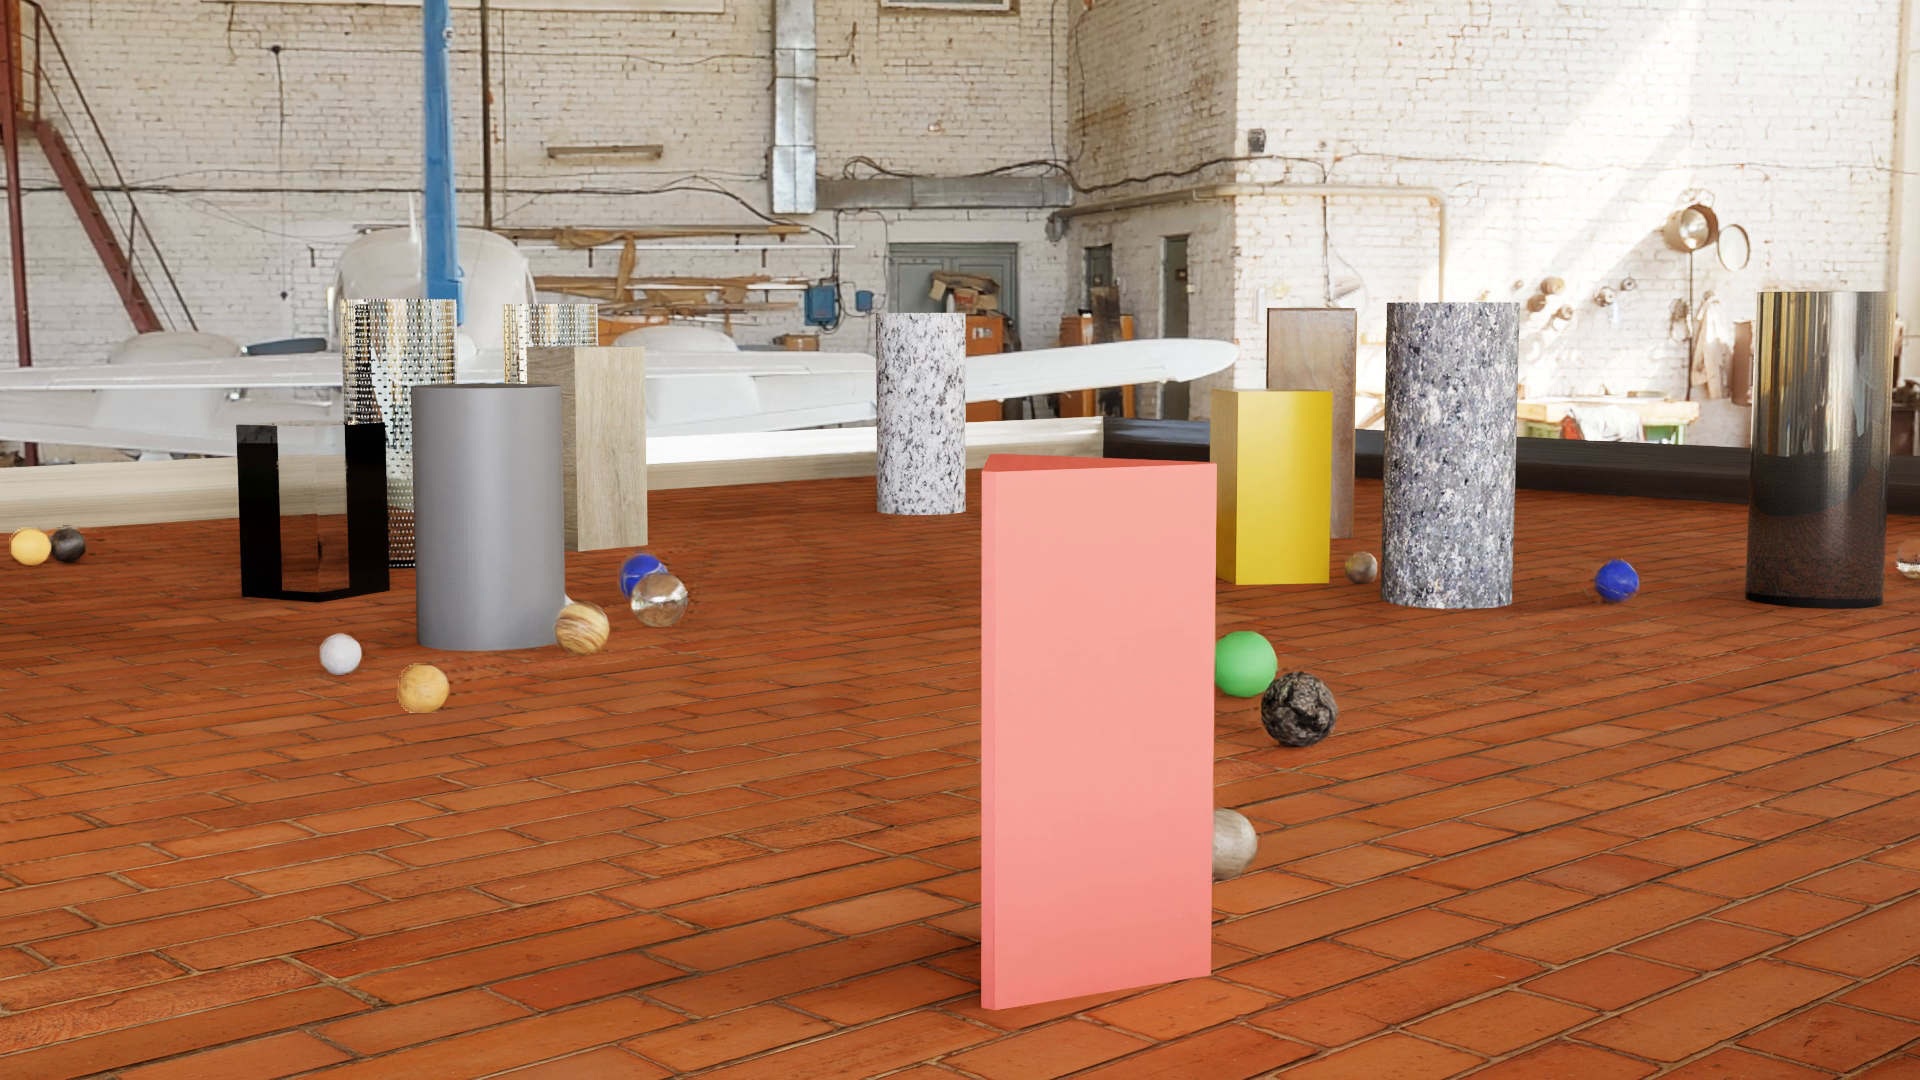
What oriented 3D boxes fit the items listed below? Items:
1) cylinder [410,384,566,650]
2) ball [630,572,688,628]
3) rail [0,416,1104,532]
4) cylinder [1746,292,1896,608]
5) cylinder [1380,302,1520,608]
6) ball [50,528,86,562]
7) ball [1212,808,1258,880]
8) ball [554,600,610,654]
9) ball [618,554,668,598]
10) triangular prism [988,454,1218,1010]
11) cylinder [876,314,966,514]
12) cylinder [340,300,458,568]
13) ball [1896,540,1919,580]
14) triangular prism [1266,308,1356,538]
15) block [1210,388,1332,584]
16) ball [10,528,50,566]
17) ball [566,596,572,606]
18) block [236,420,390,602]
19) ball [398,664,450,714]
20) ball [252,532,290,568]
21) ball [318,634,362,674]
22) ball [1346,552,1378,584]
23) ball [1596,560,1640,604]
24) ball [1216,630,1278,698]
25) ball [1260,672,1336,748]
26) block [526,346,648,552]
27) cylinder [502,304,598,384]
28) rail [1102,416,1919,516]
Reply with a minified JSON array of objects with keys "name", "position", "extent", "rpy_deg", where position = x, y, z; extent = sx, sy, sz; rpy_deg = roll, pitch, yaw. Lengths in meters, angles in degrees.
[{"name":"cylinder","position":[-0.635,-0.036,2.969],"extent":[0.198,0.344,0.198],"rpy_deg":[0,6,0]},{"name":"ball","position":[-0.424,0.084,3.099],"extent":[0.080,0.080,0.080],"rpy_deg":[0,6,0]},{"name":"rail","position":[-1.409,-0.125,4.850],"extent":[5.039,0.129,0.045],"rpy_deg":[-5,8,-42]},{"name":"cylinder","position":[1.317,-0.142,3.370],"extent":[0.198,0.473,0.198],"rpy_deg":[0,6,0]},{"name":"cylinder","position":[0.750,-0.134,3.370],"extent":[0.198,0.457,0.198],"rpy_deg":[0,6,0]},{"name":"ball","position":[-1.583,0.009,3.899],"extent":[0.061,0.061,0.061],"rpy_deg":[0,6,0]},{"name":"ball","position":[0.206,0.239,1.727],"extent":[0.056,0.056,0.056],"rpy_deg":[0,6,0]},{"name":"ball","position":[-0.491,0.114,2.854],"extent":[0.070,0.070,0.070],"rpy_deg":[0,6,0]},{"name":"ball","position":[-0.484,0.058,3.363],"extent":[0.075,0.075,0.075],"rpy_deg":[0,6,0]},{"name":"triangular prism","position":[0.059,0.118,1.493],"extent":[0.172,0.344,0.149],"rpy_deg":[-3,7,-27]},{"name":"cylinder","position":[-0.087,-0.284,4.887],"extent":[0.198,0.439,0.198],"rpy_deg":[0,6,0]},{"name":"cylinder","position":[-0.985,-0.191,3.883],"extent":[0.198,0.464,0.198],"rpy_deg":[0,6,0]},{"name":"ball","position":[1.592,0.033,3.660],"extent":[0.064,0.064,0.064],"rpy_deg":[0,6,0]},{"name":"triangular prism","position":[0.696,-0.237,4.381],"extent":[0.172,0.451,0.149],"rpy_deg":[1,6,8]},{"name":"block","position":[0.514,-0.092,3.658],"extent":[0.159,0.314,0.159],"rpy_deg":[-1,6,-10]},{"name":"ball","position":[-1.627,0.013,3.850],"extent":[0.065,0.065,0.065],"rpy_deg":[0,6,0]},{"name":"ball","position":[-0.566,0.099,3.087],"extent":[0.051,0.051,0.051],"rpy_deg":[0,6,0]},{"name":"block","position":[-1.016,-0.049,3.459],"extent":[0.159,0.269,0.159],"rpy_deg":[3,7,26]},{"name":"ball","position":[-0.594,0.165,2.437],"extent":[0.054,0.054,0.054],"rpy_deg":[0,6,0]},{"name":"ball","position":[-1.201,0.016,3.830],"extent":[0.063,0.063,0.063],"rpy_deg":[0,6,0]},{"name":"ball","position":[-0.761,0.140,2.698],"extent":[0.051,0.051,0.051],"rpy_deg":[0,6,0]},{"name":"ball","position":[0.655,0.046,3.589],"extent":[0.053,0.053,0.053],"rpy_deg":[0,6,0]},{"name":"ball","position":[1.003,0.064,3.358],"extent":[0.065,0.065,0.065],"rpy_deg":[0,6,0]},{"name":"ball","position":[0.327,0.143,2.538],"extent":[0.078,0.078,0.078],"rpy_deg":[0,6,0]},{"name":"ball","position":[0.346,0.173,2.248],"extent":[0.077,0.077,0.077],"rpy_deg":[0,6,0]},{"name":"block","position":[-0.708,-0.178,4.173],"extent":[0.159,0.377,0.159],"rpy_deg":[-6,8,-44]},{"name":"cylinder","position":[-0.865,-0.270,4.666],"extent":[0.198,0.458,0.198],"rpy_deg":[0,6,0]},{"name":"rail","position":[1.834,-0.142,5.015],"extent":[0.045,0.129,4.203],"rpy_deg":[-5,8,-42]}]
